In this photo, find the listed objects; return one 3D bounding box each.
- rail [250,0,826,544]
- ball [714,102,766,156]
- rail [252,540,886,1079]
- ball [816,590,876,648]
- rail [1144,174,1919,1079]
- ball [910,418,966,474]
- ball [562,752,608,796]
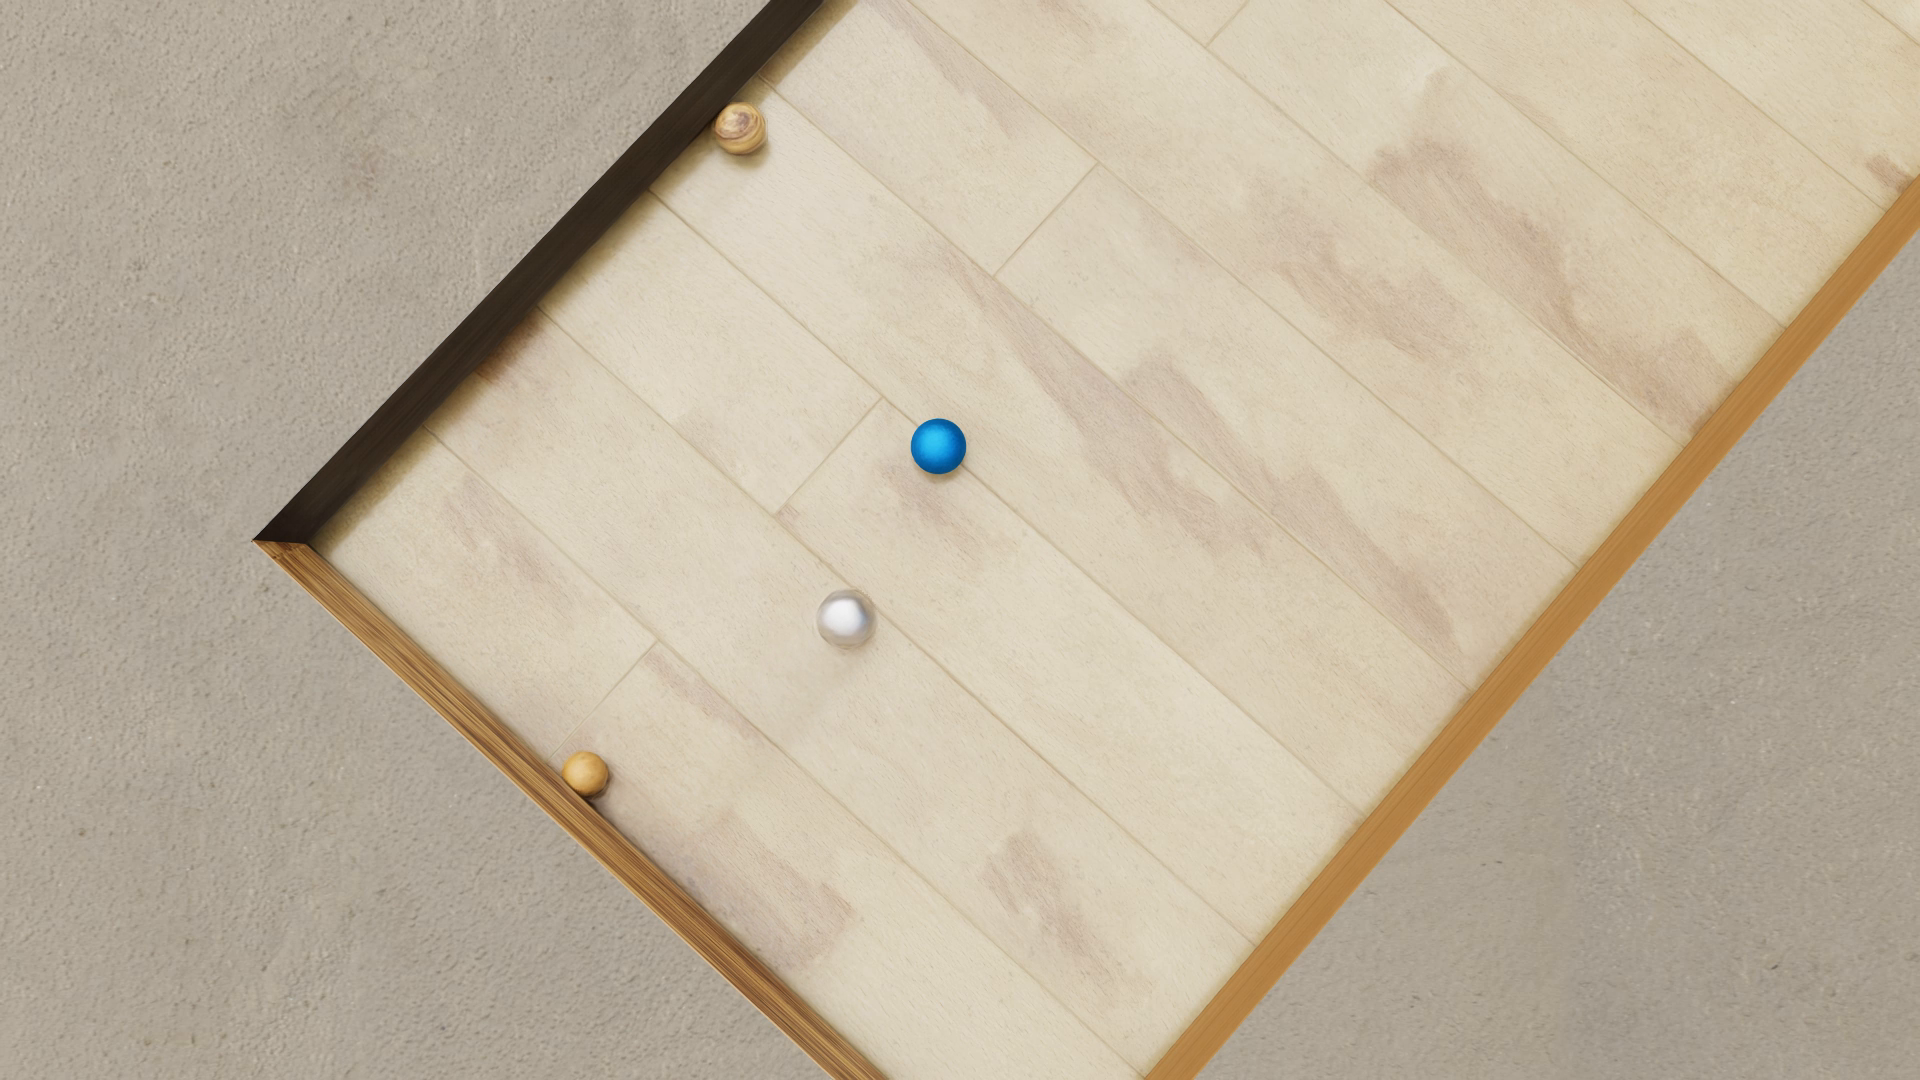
[{"bbox_3d":[-0.085,-1.001,3.424,0.045,0.114,2.791,41,83,6],"label":"rail"},{"bbox_3d":[-0.337,-0.631,3.380,0.080,0.080,0.080,0,80,0],"label":"ball"},{"bbox_3d":[-0.449,0.493,3.173,1.523,0.114,0.045,41,83,6],"label":"rail"},{"bbox_3d":[-0.169,0.117,3.250,0.088,0.088,0.088,0,80,0],"label":"ball"},{"bbox_3d":[1.015,-0.032,3.261,0.045,0.114,2.791,41,83,6],"label":"rail"},{"bbox_3d":[-0.032,-0.140,3.296,0.084,0.084,0.084,0,80,0],"label":"ball"},{"bbox_3d":[-0.550,0.343,3.224,0.066,0.066,0.066,0,80,0],"label":"ball"}]
